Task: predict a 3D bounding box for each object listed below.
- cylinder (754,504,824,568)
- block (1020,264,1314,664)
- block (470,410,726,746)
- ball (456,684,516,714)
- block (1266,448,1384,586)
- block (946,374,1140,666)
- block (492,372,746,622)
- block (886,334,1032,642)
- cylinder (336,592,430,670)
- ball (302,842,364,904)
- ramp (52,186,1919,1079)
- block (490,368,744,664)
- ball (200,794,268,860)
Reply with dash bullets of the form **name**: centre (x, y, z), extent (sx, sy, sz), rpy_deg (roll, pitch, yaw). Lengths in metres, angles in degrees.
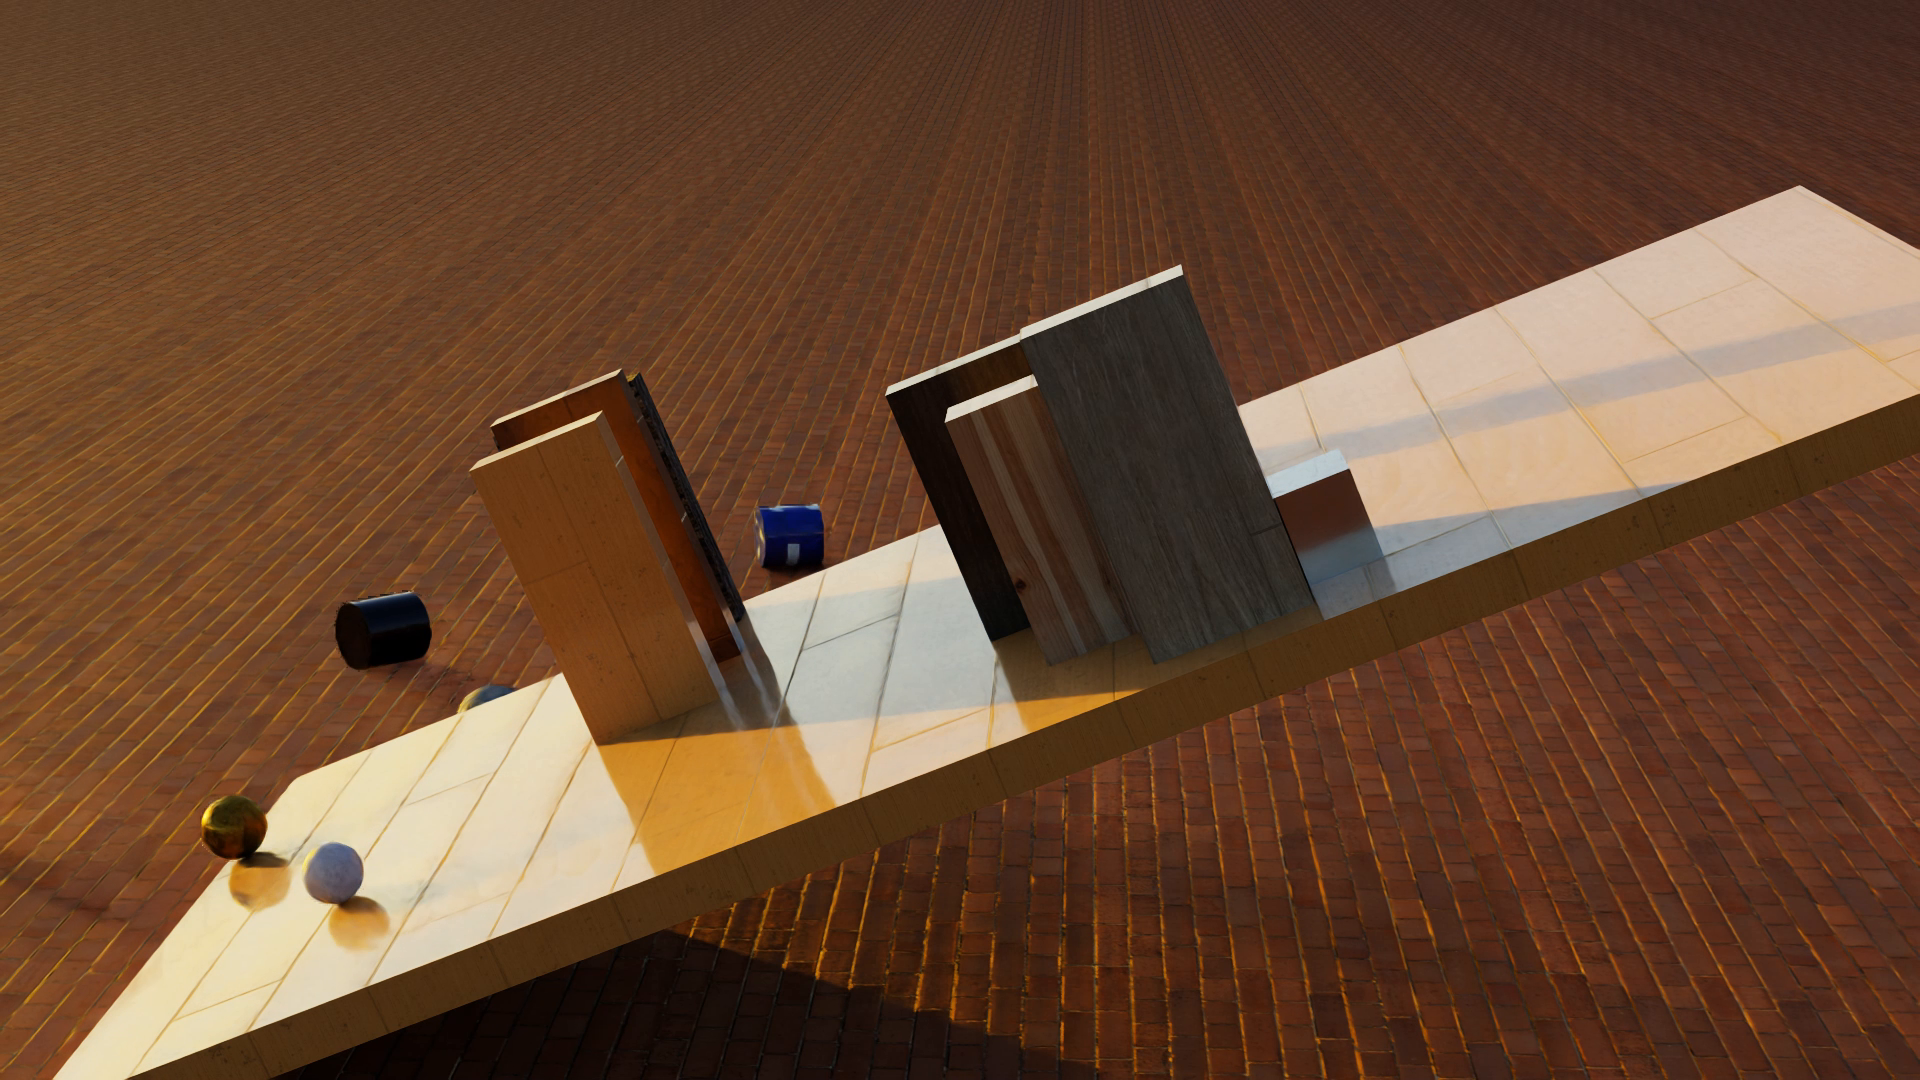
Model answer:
- **cylinder**: centre (-0.577, -0.015, 9.937), extent (0.201, 0.201, 0.201), rpy_deg (-3, 15, -13)
- **block**: centre (0.378, -0.135, 5.357), extent (0.314, 0.652, 0.114), rpy_deg (-21, 12, 8)
- **block**: centre (-0.795, 0.087, 6.488), extent (0.301, 0.676, 0.105), rpy_deg (-21, 12, 8)
- **ball**: centre (-1.257, 0.492, 7.930), extent (0.203, 0.203, 0.203), rpy_deg (0, 14, 0)
- **block**: centre (0.669, -0.038, 5.529), extent (0.182, 0.182, 0.182), rpy_deg (-22, 12, 6)
- **block**: centre (0.192, -0.052, 5.656), extent (0.257, 0.519, 0.134), rpy_deg (-21, 12, 8)
- **block**: centre (-0.826, -0.039, 7.157), extent (0.372, 0.643, 0.108), rpy_deg (-21, 12, 8)
- **block**: centre (0.155, -0.129, 5.969), extent (0.427, 0.554, 0.092), rpy_deg (-21, 12, 8)
- **cylinder**: centre (-1.724, 0.272, 8.791), extent (0.204, 0.204, 0.204), rpy_deg (-11, 18, -41)
- **ball**: centre (-1.306, 0.694, 6.126), extent (0.129, 0.129, 0.129), rpy_deg (0, 14, 0)
- **ramp**: centre (0.126, 0.172, 6.288), extent (4.000, 0.100, 2.000), rpy_deg (-21, 12, 8)
- **block**: centre (-0.786, -0.007, 6.794), extent (0.316, 0.709, 0.086), rpy_deg (-21, 12, 8)
- **ball**: centre (-1.699, 0.672, 6.883), extent (0.151, 0.151, 0.151), rpy_deg (0, 14, 0)
